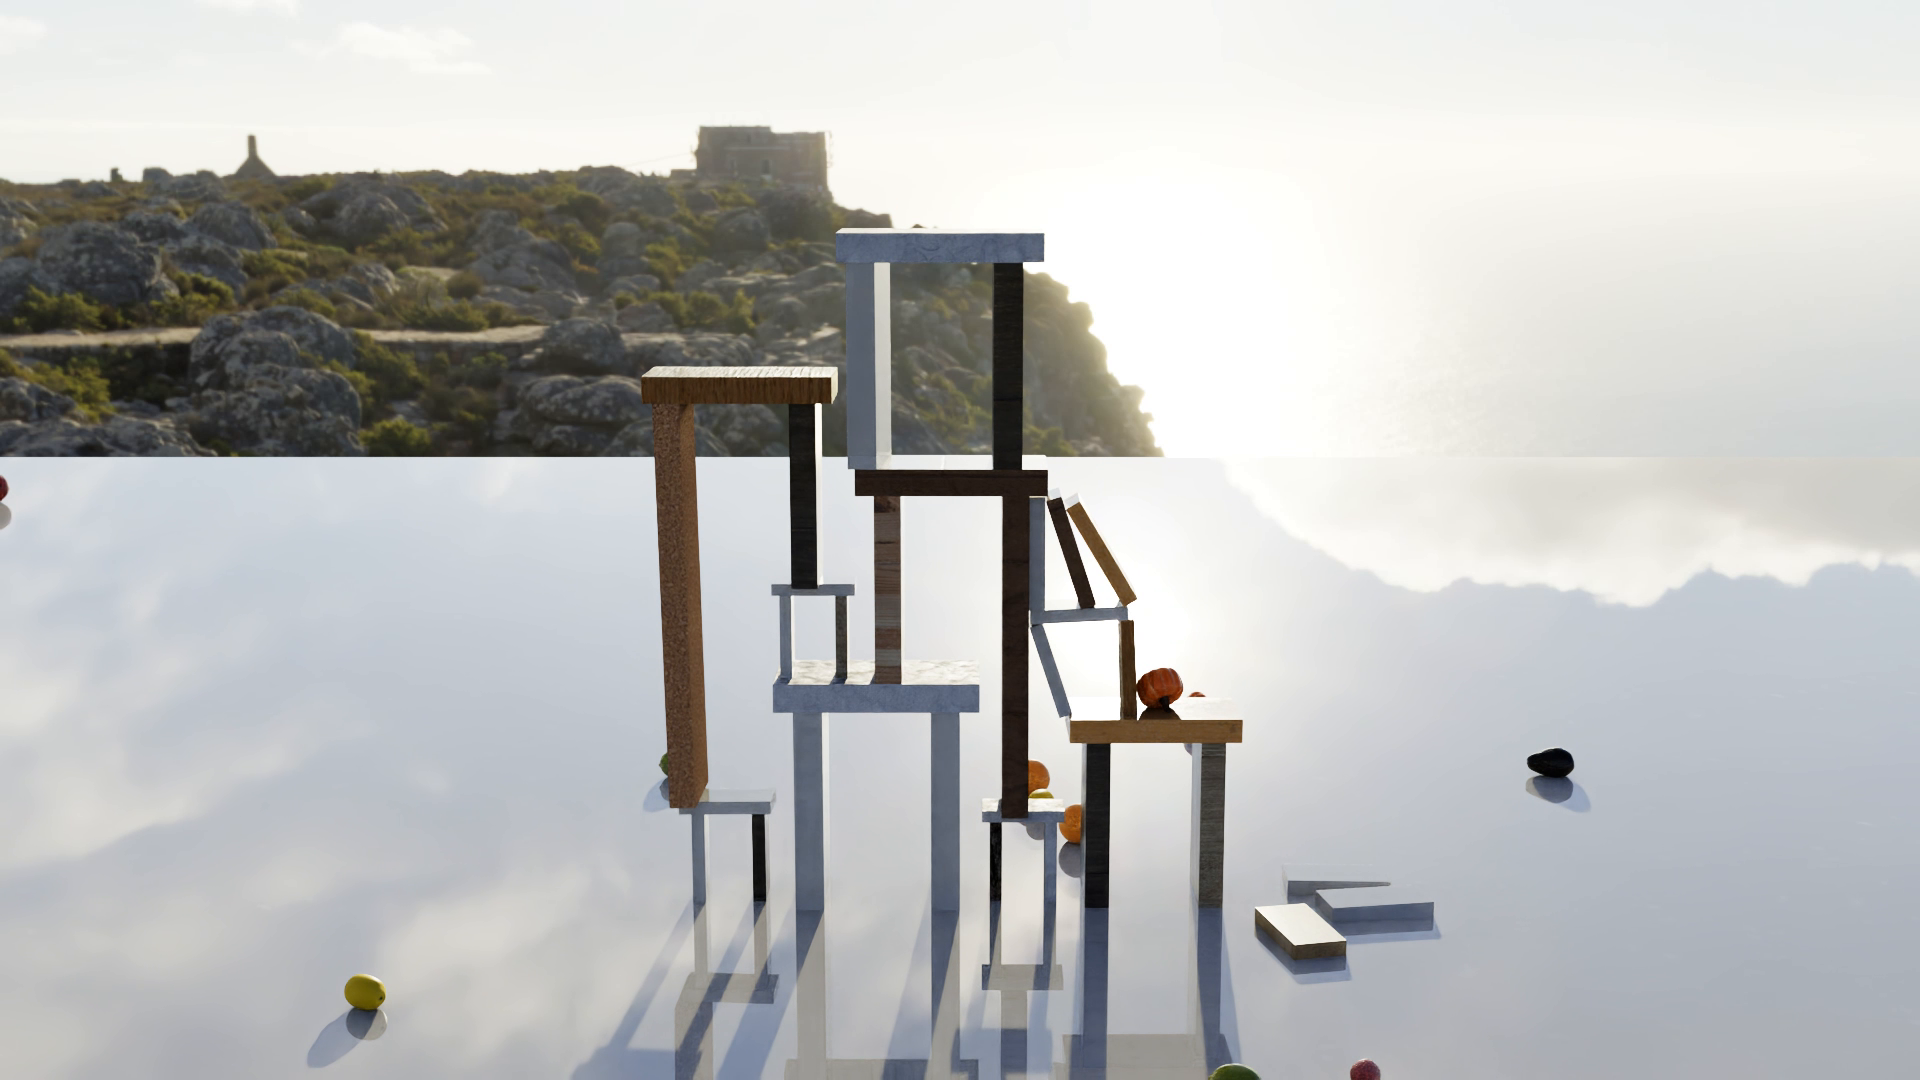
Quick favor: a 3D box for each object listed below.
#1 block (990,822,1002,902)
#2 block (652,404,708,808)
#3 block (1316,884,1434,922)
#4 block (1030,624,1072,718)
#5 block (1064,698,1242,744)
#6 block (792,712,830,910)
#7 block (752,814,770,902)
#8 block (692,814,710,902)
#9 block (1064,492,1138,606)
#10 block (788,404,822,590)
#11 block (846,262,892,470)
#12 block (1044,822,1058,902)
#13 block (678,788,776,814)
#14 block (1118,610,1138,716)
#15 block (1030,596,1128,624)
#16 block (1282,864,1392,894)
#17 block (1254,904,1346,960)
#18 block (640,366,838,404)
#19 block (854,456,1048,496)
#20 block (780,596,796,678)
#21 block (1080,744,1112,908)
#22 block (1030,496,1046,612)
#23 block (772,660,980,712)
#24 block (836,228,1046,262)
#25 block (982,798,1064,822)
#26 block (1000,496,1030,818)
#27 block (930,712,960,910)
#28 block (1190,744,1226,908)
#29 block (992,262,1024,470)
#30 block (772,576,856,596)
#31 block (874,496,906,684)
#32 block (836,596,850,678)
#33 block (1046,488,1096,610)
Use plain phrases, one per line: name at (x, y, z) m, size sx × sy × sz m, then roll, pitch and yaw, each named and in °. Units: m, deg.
block at (0.059, 0.524, 3.654) m, size 0.019 × 0.136 × 0.068 m, roll 0°, pitch 11°, yaw 0°
block at (-0.453, 0.097, 3.575) m, size 0.042 × 0.659 × 0.149 m, roll -1°, pitch 11°, yaw 2°
block at (0.676, 0.593, 3.588) m, size 0.171 × 0.024 × 0.085 m, roll -2°, pitch 11°, yaw -10°
block at (0.147, 0.205, 3.594) m, size 0.022 × 0.158 × 0.079 m, roll -18°, pitch 10°, yaw 2°
block at (0.316, 0.296, 3.615) m, size 0.279 × 0.040 × 0.140 m, roll 0°, pitch 11°, yaw -1°
block at (-0.245, 0.426, 3.644) m, size 0.047 × 0.332 × 0.166 m, roll 0°, pitch 11°, yaw 0°
block at (-0.331, 0.516, 3.655) m, size 0.021 × 0.151 × 0.076 m, roll 0°, pitch 11°, yaw 0°
block at (-0.431, 0.516, 3.654) m, size 0.021 × 0.151 × 0.076 m, roll 0°, pitch 11°, yaw -2°
block at (0.228, 0.015, 3.557) m, size 0.026 × 0.185 × 0.093 m, roll -30°, pitch 9°, yaw 6°
block at (-0.248, -0.082, 3.549) m, size 0.042 × 0.298 × 0.149 m, roll 0°, pitch 11°, yaw 0°
block at (-0.145, -0.284, 3.507) m, size 0.046 × 0.323 × 0.162 m, roll 1°, pitch 11°, yaw 6°
block at (0.150, 0.524, 3.654) m, size 0.019 × 0.136 × 0.068 m, roll 0°, pitch 11°, yaw 0°
block at (-0.383, 0.431, 3.631) m, size 0.151 × 0.021 × 0.076 m, roll -1°, pitch 11°, yaw 2°
block at (0.273, 0.199, 3.594) m, size 0.022 × 0.158 × 0.079 m, roll -3°, pitch 11°, yaw 0°
block at (0.192, 0.114, 3.576) m, size 0.158 × 0.022 × 0.079 m, roll -3°, pitch 11°, yaw 1°
block at (0.633, 0.572, 3.701) m, size 0.171 × 0.024 × 0.085 m, roll 0°, pitch 11°, yaw 2°
block at (0.535, 0.616, 3.464) m, size 0.086 × 0.024 × 0.171 m, roll -2°, pitch 11°, yaw -13°
block at (-0.349, -0.247, 3.510) m, size 0.298 × 0.042 × 0.149 m, roll 0°, pitch 11°, yaw 0°
block at (-0.013, -0.104, 3.540) m, size 0.305 × 0.043 × 0.153 m, roll 0°, pitch 11°, yaw 0°
block at (-0.282, 0.151, 3.586) m, size 0.019 × 0.135 × 0.067 m, roll 0°, pitch 11°, yaw 0°
block at (0.224, 0.453, 3.644) m, size 0.040 × 0.279 × 0.140 m, roll 0°, pitch 11°, yaw 0°
block at (0.123, 0.014, 3.558) m, size 0.026 × 0.185 × 0.093 m, roll 0°, pitch 11°, yaw 0°
block at (-0.134, 0.239, 3.609) m, size 0.332 × 0.047 × 0.166 m, roll 0°, pitch 11°, yaw 0°
block at (-0.030, -0.465, 3.473) m, size 0.323 × 0.046 × 0.162 m, roll 0°, pitch 11°, yaw 0°
block at (0.104, 0.448, 3.638) m, size 0.136 × 0.019 × 0.068 m, roll 0°, pitch 11°, yaw 0°
block at (0.089, 0.177, 3.591) m, size 0.043 × 0.529 × 0.153 m, roll 0°, pitch 11°, yaw 0°
block at (-0.024, 0.426, 3.644) m, size 0.047 × 0.332 × 0.166 m, roll 0°, pitch 11°, yaw 0°
block at (0.410, 0.453, 3.644) m, size 0.040 × 0.279 × 0.140 m, roll 0°, pitch 11°, yaw 0°
block at (0.075, -0.284, 3.506) m, size 0.046 × 0.323 × 0.162 m, roll 0°, pitch 11°, yaw 0°
block at (-0.237, 0.074, 3.577) m, size 0.135 × 0.019 × 0.067 m, roll 0°, pitch 11°, yaw 0°
block at (-0.114, 0.067, 3.573) m, size 0.043 × 0.305 × 0.153 m, roll 0°, pitch 11°, yaw 1°
block at (-0.192, 0.151, 3.586) m, size 0.019 × 0.135 × 0.067 m, roll 0°, pitch 11°, yaw 0°
block at (0.178, 0.013, 3.554) m, size 0.026 × 0.185 × 0.093 m, roll -18°, pitch 10°, yaw 3°
